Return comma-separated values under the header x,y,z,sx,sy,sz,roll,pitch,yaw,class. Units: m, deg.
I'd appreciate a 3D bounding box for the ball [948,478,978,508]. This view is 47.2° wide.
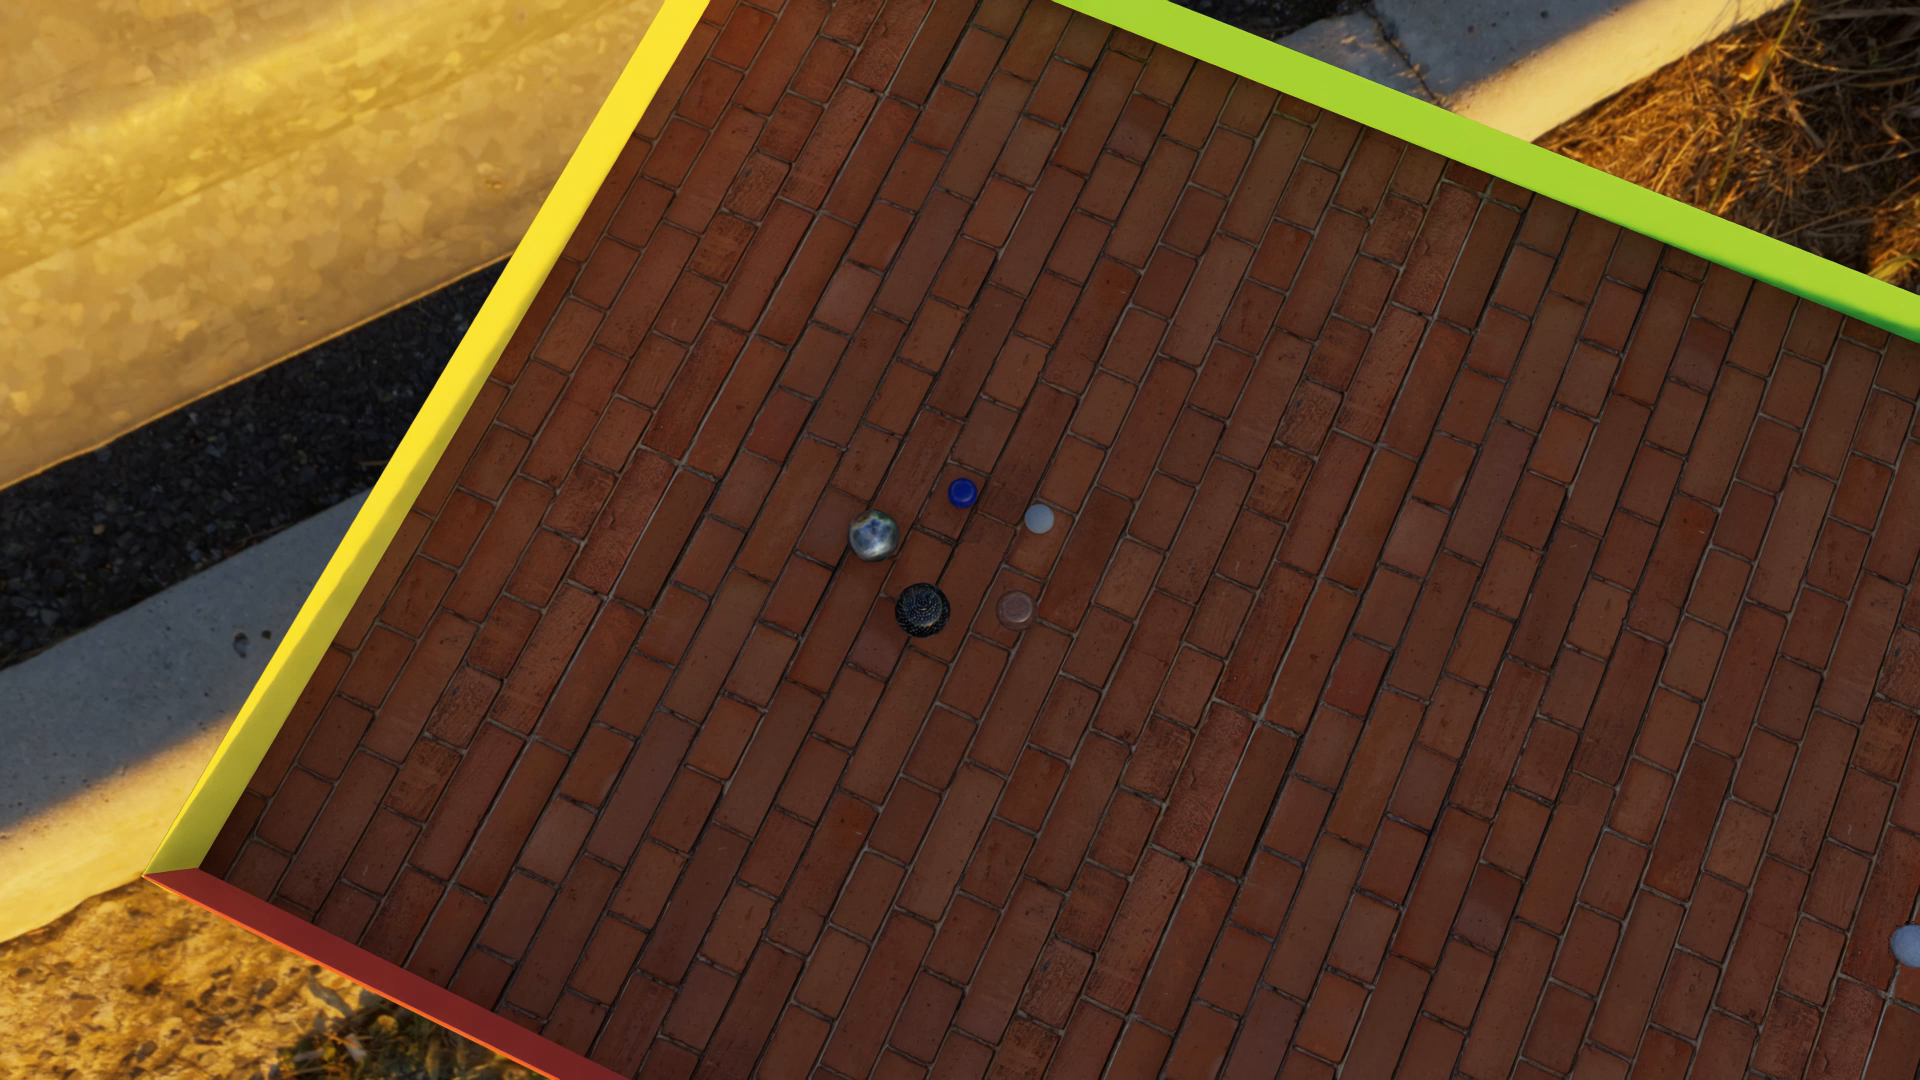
x,y,z,sx,sy,sz,roll,pitch,yaw,class
0.004,-0.074,3.481,0.048,0.048,0.048,0,70,0,ball

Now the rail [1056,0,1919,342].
x,y,z,sx,sy,sz,roll,pitch,yaw,class
1.176,-0.501,3.603,3.378,0.112,0.045,24,72,8,rail

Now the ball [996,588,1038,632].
x,y,z,sx,sy,sz,roll,pitch,yaw,class
0.088,0.109,3.405,0.066,0.066,0.066,0,70,0,ball

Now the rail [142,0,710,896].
x,y,z,sx,sy,sz,roll,pitch,yaw,class
-0.744,-0.334,3.541,0.045,0.112,1.992,24,72,8,rail

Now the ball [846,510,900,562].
x,y,z,sx,sy,sz,roll,pitch,yaw,class
-0.135,-0.006,3.438,0.083,0.083,0.083,0,70,0,ball

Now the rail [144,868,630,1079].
x,y,z,sx,sy,sz,roll,pitch,yaw,class
0.355,1.155,2.998,3.378,0.112,0.045,24,72,8,rail

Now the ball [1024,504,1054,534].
x,y,z,sx,sy,sz,roll,pitch,yaw,class
0.125,-0.034,3.467,0.047,0.047,0.047,0,70,0,ball

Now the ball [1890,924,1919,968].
x,y,z,sx,sy,sz,roll,pitch,yaw,class
1.400,0.596,3.229,0.062,0.062,0.062,0,70,0,ball

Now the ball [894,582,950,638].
x,y,z,sx,sy,sz,roll,pitch,yaw,class
-0.058,0.109,3.394,0.086,0.086,0.086,0,70,0,ball
